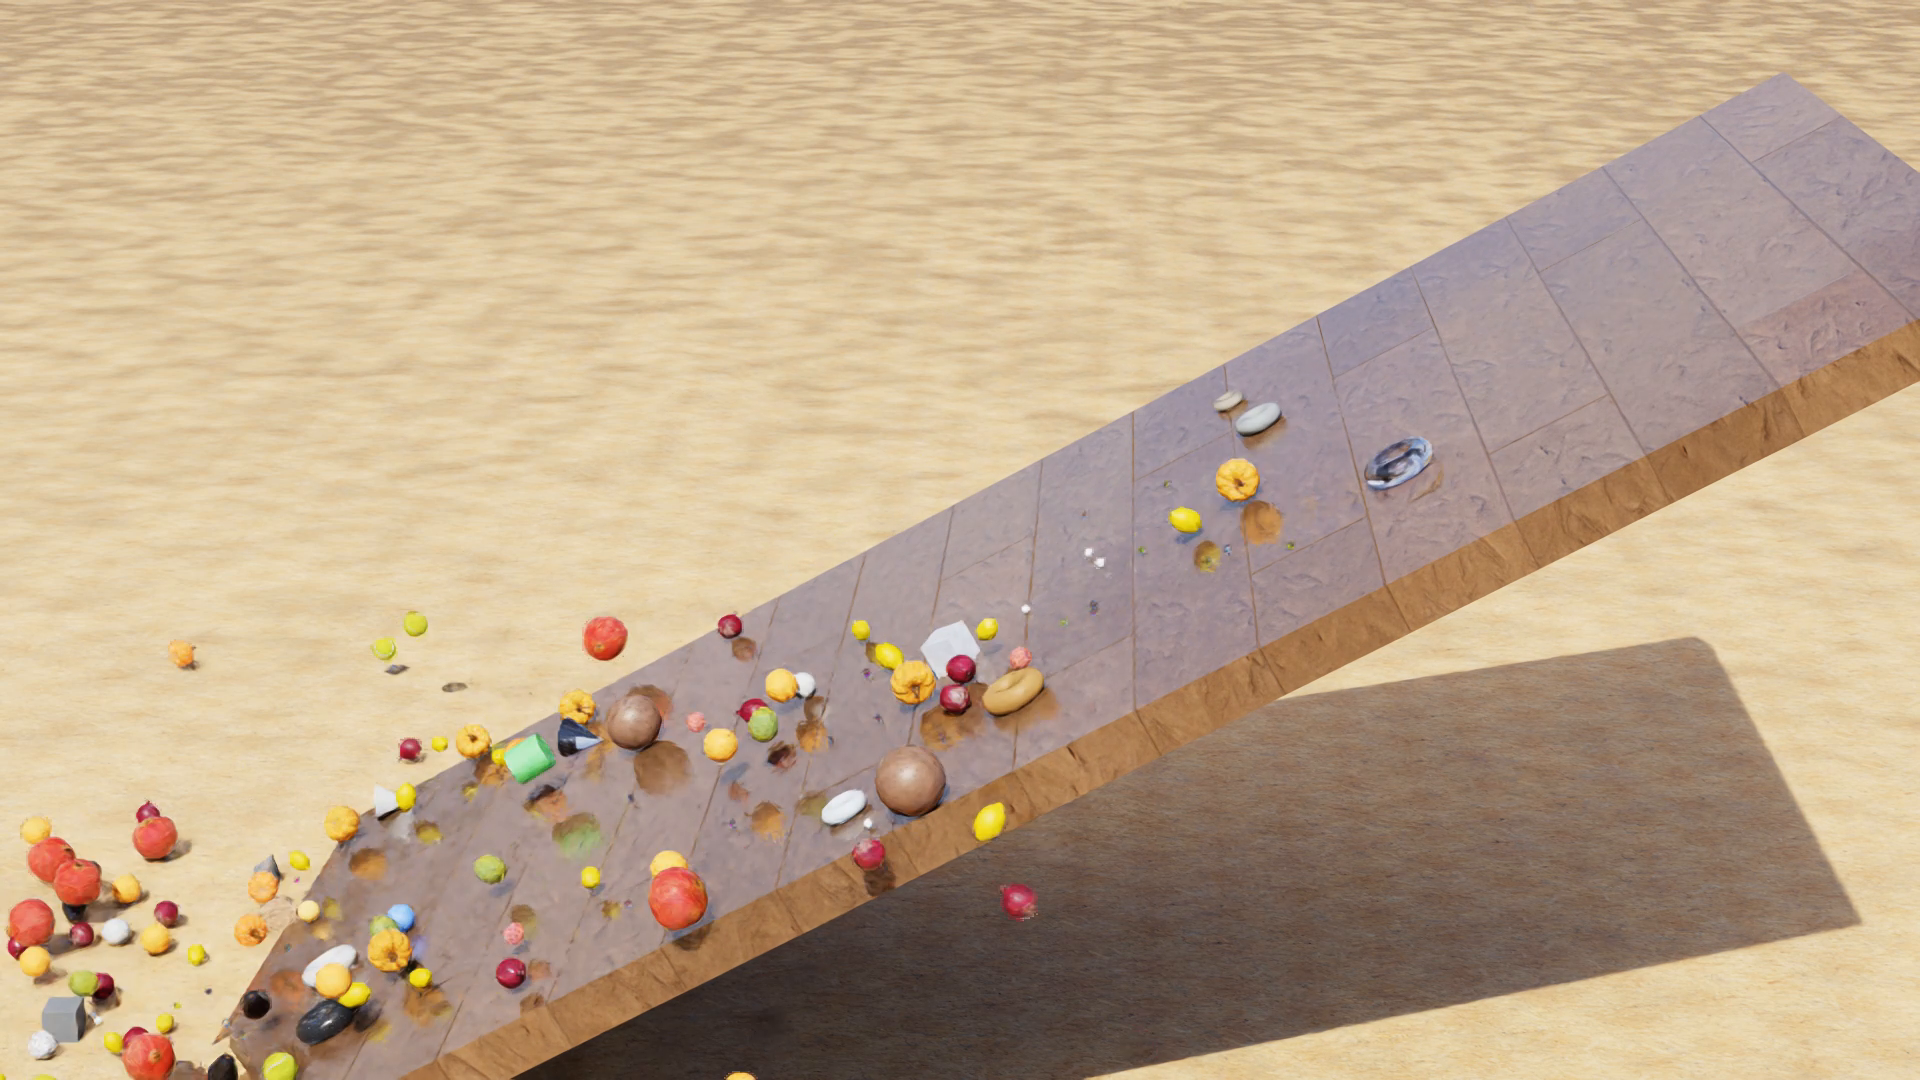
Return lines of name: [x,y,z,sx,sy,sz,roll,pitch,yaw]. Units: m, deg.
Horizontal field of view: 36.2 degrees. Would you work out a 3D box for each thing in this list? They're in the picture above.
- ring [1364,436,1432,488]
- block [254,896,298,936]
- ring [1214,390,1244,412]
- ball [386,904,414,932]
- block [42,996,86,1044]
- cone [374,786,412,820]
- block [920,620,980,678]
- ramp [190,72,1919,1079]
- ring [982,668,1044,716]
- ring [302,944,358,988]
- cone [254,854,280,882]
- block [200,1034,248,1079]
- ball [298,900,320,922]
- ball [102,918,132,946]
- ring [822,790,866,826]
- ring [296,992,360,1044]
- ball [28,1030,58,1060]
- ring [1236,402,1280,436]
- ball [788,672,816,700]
ring: [0.844,-0.149,5.660,0.143,0.048,0.143,-30,13,8]
block: [-1.631,0.896,7.009,0.061,0.061,0.061,-19,18,39]
ring: [0.616,-0.319,6.742,0.075,0.025,0.075,-27,14,7]
ball: [-1.223,0.827,6.427,0.062,0.062,0.062,0,18,0]
block: [-2.026,1.085,6.651,0.076,0.076,0.076,-1,18,-3]
cone: [-1.430,0.663,7.446,0.090,0.090,0.090,-4,18,-4]
block: [-0.020,0.225,6.051,0.075,0.075,0.075,-20,17,34]
ramp: [0.142,0.167,6.283,4.000,0.100,2.000,-27,14,11]
ring: [0.102,0.290,5.651,0.130,0.043,0.130,-28,16,8]
ring: [-1.374,0.931,6.414,0.131,0.044,0.131,-28,13,7]
cone: [-1.739,0.815,7.412,0.067,0.067,0.067,18,32,-11]
block: [-1.536,1.090,6.146,0.068,0.068,0.068,-31,14,-2]
ball: [-1.530,0.872,6.911,0.051,0.051,0.051,0,18,0]
ball: [-2.035,0.945,7.096,0.067,0.067,0.067,0,18,0]
ring: [-0.220,0.507,5.580,0.094,0.031,0.094,-27,15,8]
ring: [-1.305,0.988,6.075,0.143,0.048,0.143,-27,14,8]
ball: [-2.043,1.125,6.550,0.063,0.063,0.063,0,18,0]
ring: [0.655,-0.265,6.457,0.109,0.036,0.109,-28,13,7]
ball: [-0.343,0.318,6.411,0.060,0.060,0.060,0,18,0]
